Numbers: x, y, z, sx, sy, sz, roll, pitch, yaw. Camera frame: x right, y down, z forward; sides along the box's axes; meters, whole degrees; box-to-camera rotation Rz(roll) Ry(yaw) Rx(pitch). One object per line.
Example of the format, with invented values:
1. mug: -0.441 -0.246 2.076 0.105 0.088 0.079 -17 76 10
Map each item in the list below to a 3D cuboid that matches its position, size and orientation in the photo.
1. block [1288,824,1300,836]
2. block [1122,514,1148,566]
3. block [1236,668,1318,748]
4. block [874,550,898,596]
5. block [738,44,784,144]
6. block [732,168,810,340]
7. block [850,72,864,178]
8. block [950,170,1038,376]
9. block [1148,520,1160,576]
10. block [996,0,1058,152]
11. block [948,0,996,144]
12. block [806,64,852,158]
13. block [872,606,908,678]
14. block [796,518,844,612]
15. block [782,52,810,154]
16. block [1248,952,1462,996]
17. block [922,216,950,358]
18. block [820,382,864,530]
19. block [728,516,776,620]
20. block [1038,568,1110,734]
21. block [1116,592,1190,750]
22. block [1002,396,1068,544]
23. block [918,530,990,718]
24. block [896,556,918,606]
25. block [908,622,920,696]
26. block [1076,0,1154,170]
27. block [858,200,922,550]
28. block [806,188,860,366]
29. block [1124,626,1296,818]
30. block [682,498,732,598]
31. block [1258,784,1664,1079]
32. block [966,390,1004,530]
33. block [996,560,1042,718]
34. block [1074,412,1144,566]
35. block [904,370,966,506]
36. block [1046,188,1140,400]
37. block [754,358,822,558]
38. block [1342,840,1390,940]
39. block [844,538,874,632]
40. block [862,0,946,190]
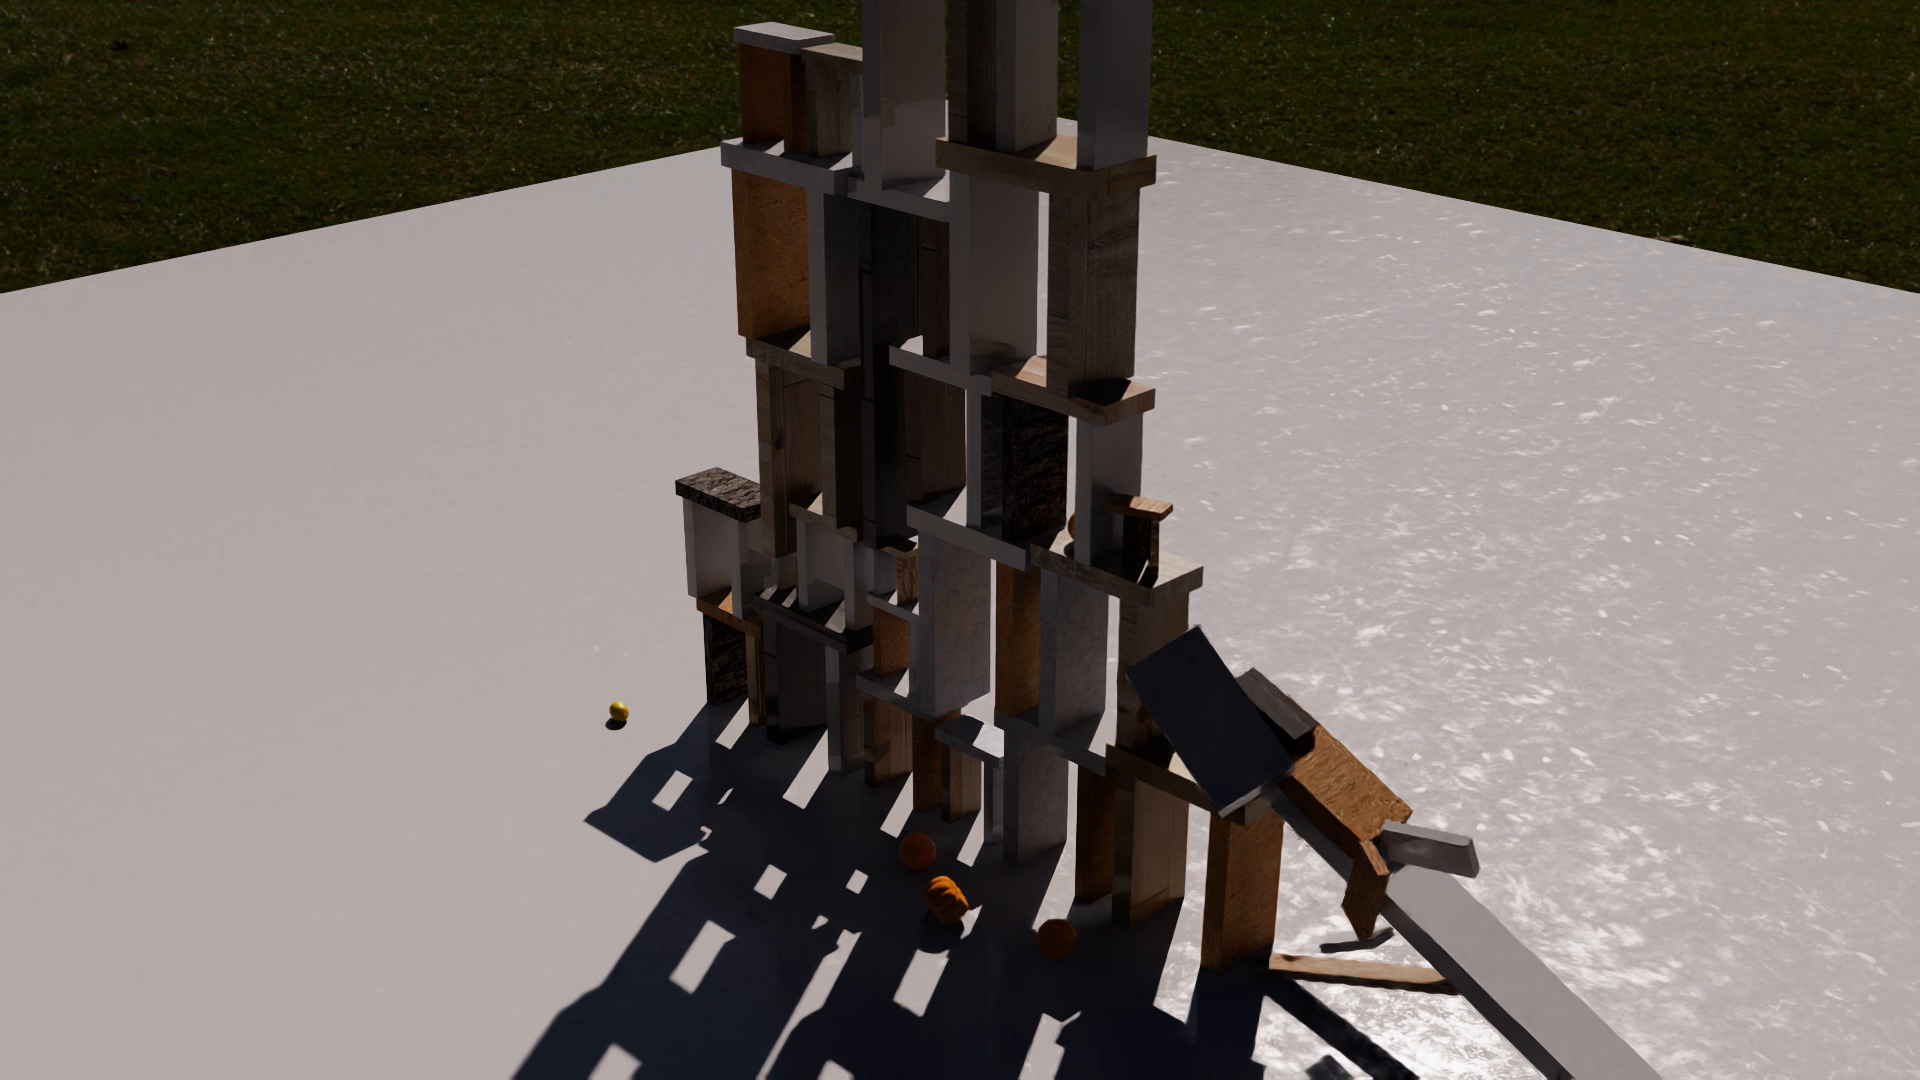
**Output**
1. block: 0.568 0.452 3.793 0.059 0.017 0.118 -21 62 -41
2. block: 0.311 -0.012 3.889 0.015 0.105 0.053 21 31 40
3. block: 0.537 0.288 3.786 0.150 0.021 0.075 42 42 21
4. block: -0.149 0.055 4.408 0.051 0.103 0.015 -21 31 -40
5. block: -0.380 -0.872 4.262 0.094 0.189 0.027 -21 30 -40
6. block: -0.367 -0.583 4.377 0.169 0.338 0.048 -21 30 -40
7. block: -0.160 -0.773 4.066 0.025 0.192 0.088 20 30 40
8. block: 0.061 -0.492 3.942 0.050 0.367 0.176 21 31 40
9. block: 0.339 0.005 3.848 0.015 0.105 0.053 -1 23 0
10. block: 0.115 -0.810 3.743 0.039 0.272 0.136 14 27 31
11. block: 0.052 -0.859 3.795 0.046 0.322 0.161 21 31 40
12. block: -0.246 -0.814 4.141 0.088 0.175 0.025 -21 30 -41
13. block: -0.140 0.196 4.466 0.022 0.157 0.079 21 31 40
14. block: -0.288 0.039 4.549 0.102 0.203 0.029 -21 31 -40
15. block: -0.292 -0.837 4.178 0.094 0.189 0.027 -21 30 -40
16. block: 0.704 0.746 3.778 0.481 0.017 0.059 -5 14 45
17. block: -0.010 -0.475 4.037 0.037 0.260 0.130 21 31 40
18. block: -0.205 -0.183 4.357 0.149 0.298 0.042 -21 31 -40
19. block: -0.437 0.045 4.720 0.116 0.231 0.033 -21 31 -40
20. block: 0.212 0.186 4.077 0.041 0.325 0.143 22 31 40
21. block: 0.346 0.220 3.946 0.143 0.286 0.041 -21 31 -41
22. block: 0.137 -0.145 4.012 0.134 0.280 0.038 -21 31 -40
23. block: -0.010 0.143 4.297 0.044 0.387 0.155 21 31 41
24. block: -0.101 0.074 4.363 0.051 0.103 0.015 -21 31 -40
25. block: -0.067 0.225 4.397 0.079 0.158 0.022 -21 31 -40
26. block: 0.255 -0.757 3.619 0.039 0.272 0.136 21 31 40
27. block: -0.131 -0.323 4.238 0.130 0.697 0.037 -21 31 -40
28. block: -0.211 -0.519 4.226 0.169 0.338 0.048 -21 31 -40
29. block: 0.422 0.306 3.729 0.149 0.042 0.299 -31 64 -4
30. block: -0.547 0.002 4.821 0.033 0.231 0.116 21 31 41
31. block: 0.848 0.679 3.613 0.149 0.042 0.931 -21 56 -42
32. block: 0.072 -0.165 4.076 0.038 0.266 0.133 21 31 40
33. block: 0.136 0.165 4.148 0.044 0.310 0.155 21 31 40
34. block: 0.263 -0.101 3.892 0.038 0.267 0.134 21 31 41
35. block: -0.046 -0.213 4.189 0.038 0.266 0.133 17 28 36
36. block: 0.229 -0.435 3.788 0.050 0.353 0.176 21 31 40
37. block: -0.342 -0.182 4.513 0.149 0.423 0.042 -21 31 -40
38. block: 0.659 0.570 3.576 0.021 0.150 0.075 -6 39 -15
39. block: -0.188 0.074 4.465 0.029 0.203 0.102 21 30 39
40. block: -0.100 -0.864 3.961 0.161 0.442 0.046 -21 31 -40
